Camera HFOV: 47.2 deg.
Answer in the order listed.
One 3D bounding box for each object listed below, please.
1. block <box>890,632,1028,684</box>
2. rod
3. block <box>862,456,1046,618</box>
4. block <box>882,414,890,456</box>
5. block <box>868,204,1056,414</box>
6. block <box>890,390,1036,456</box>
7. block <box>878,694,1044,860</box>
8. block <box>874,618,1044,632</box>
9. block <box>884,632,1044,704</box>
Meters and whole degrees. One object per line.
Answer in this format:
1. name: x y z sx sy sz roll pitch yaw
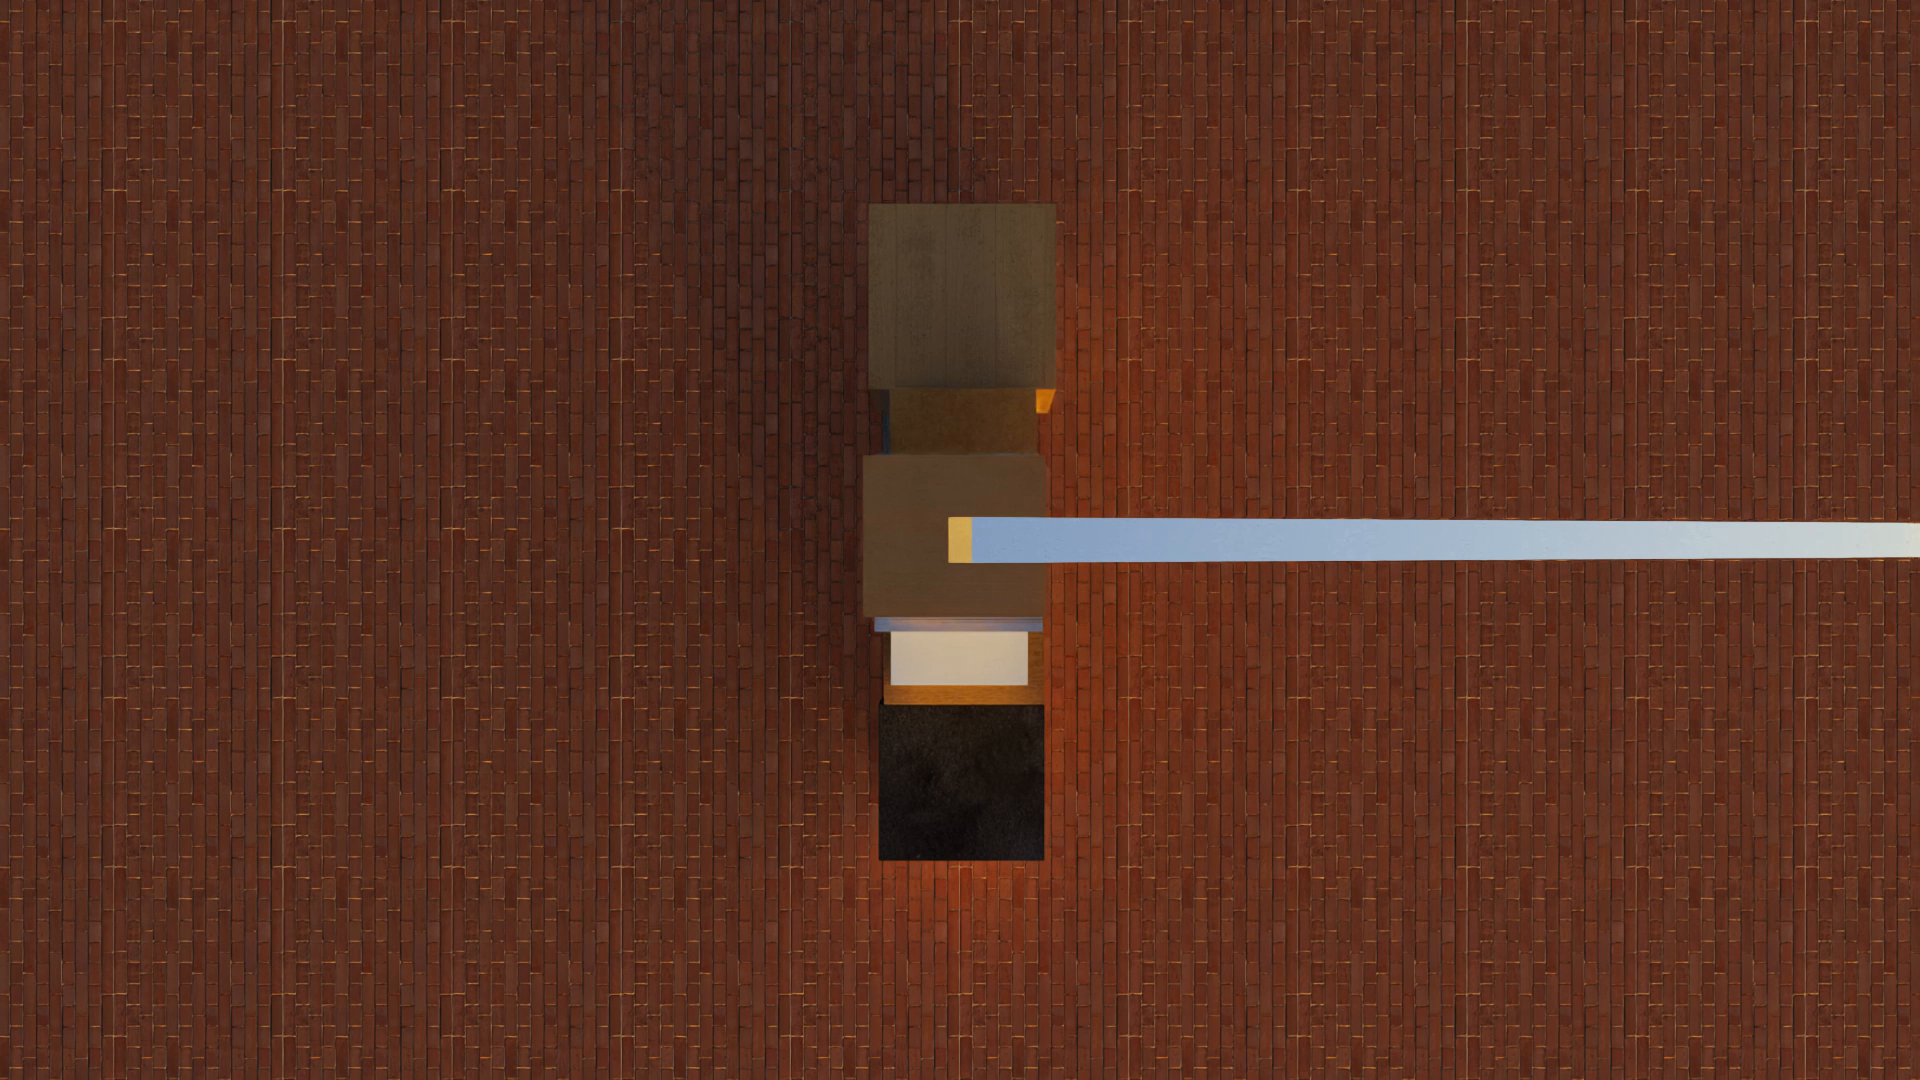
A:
1. block: -0.003 0.354 10.861 0.655 0.710 0.666 0 91 0
2. rod: 2.234 0.000 5.200 5.200 0.080 0.080 0 90 -31
3. block: -0.019 -0.009 8.083 0.647 0.602 0.572 0 89 0
4. block: -0.010 -0.418 12.541 0.833 0.919 0.841 0 90 0
5. block: 0.012 -1.198 11.594 0.941 1.016 0.944 0 87 0
6. block: 0.014 -0.357 10.919 0.707 0.675 0.657 0 82 0
7. block: 0.008 1.241 11.707 0.850 0.869 0.804 0 90 0
8. block: -0.005 0.022 10.148 0.751 0.704 0.784 0 89 0
9. block: 0.019 0.414 11.652 0.816 0.871 0.839 0 91 0
